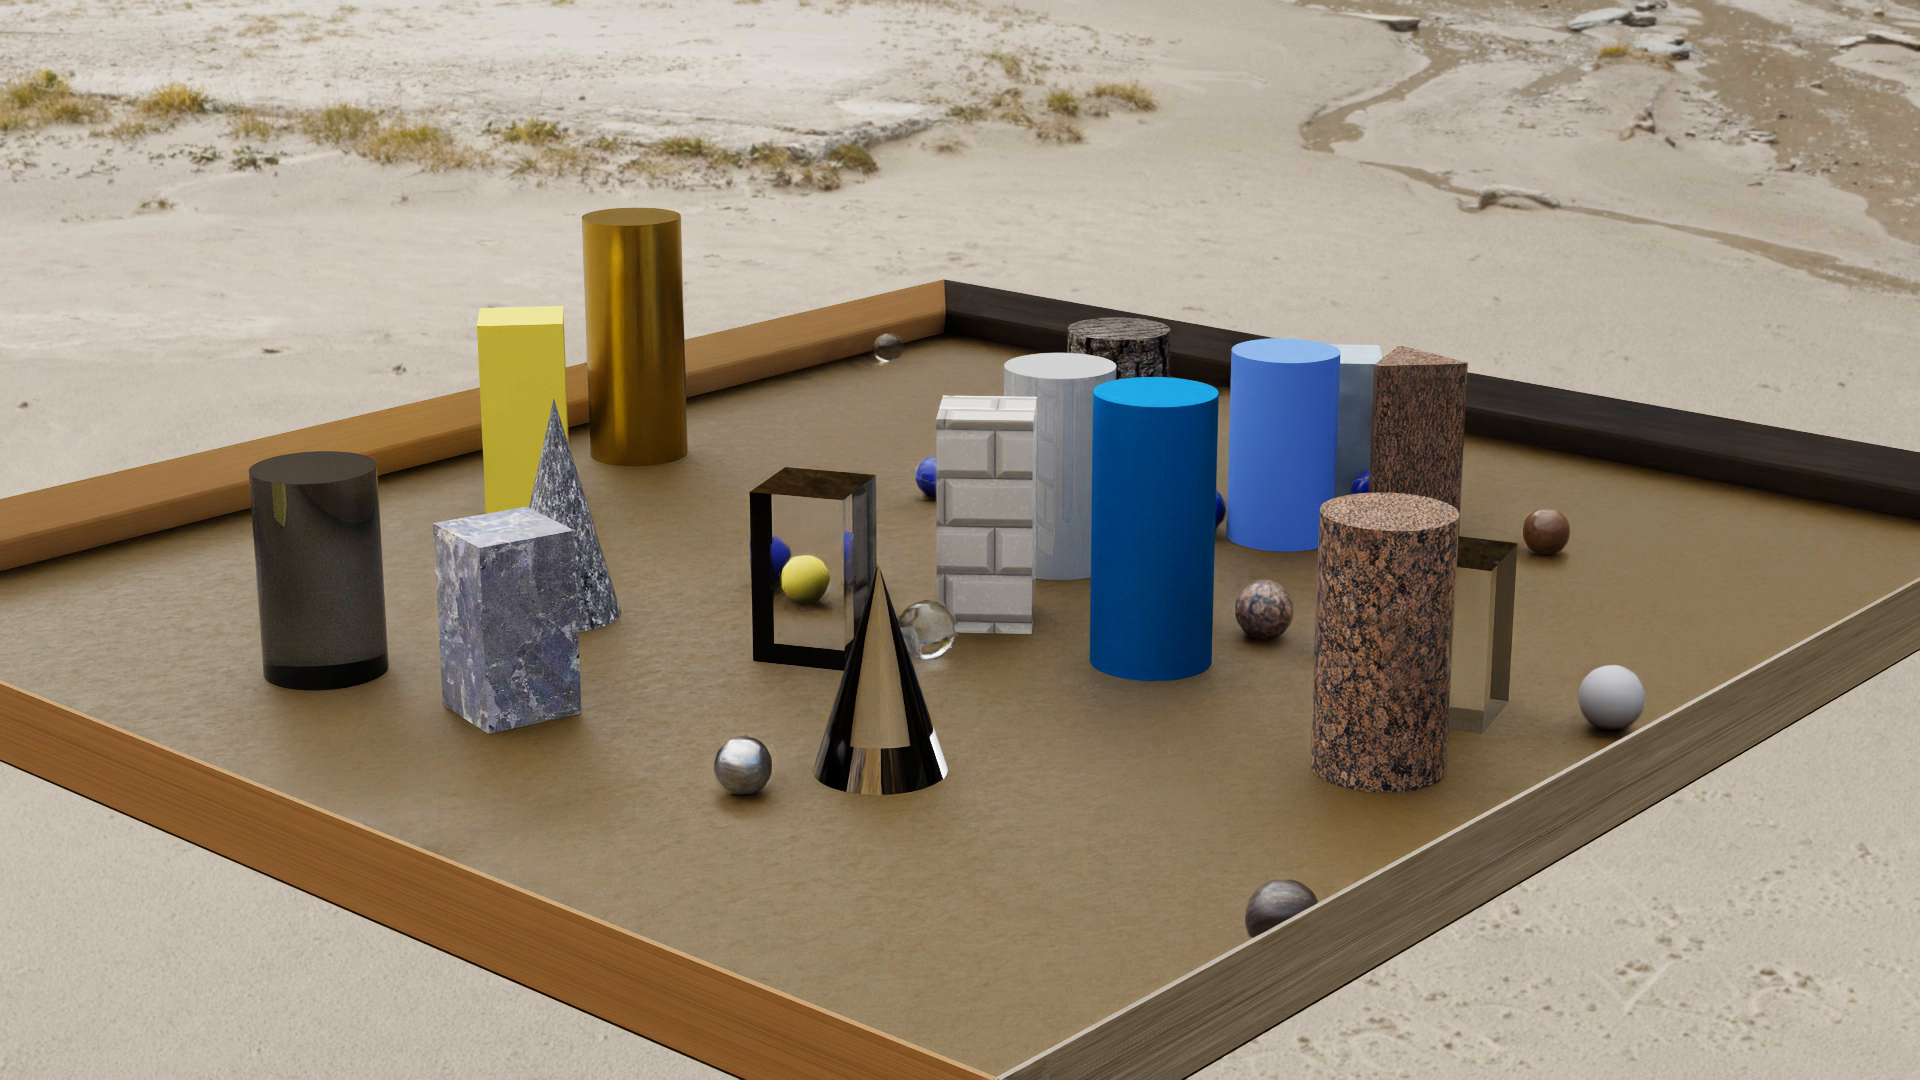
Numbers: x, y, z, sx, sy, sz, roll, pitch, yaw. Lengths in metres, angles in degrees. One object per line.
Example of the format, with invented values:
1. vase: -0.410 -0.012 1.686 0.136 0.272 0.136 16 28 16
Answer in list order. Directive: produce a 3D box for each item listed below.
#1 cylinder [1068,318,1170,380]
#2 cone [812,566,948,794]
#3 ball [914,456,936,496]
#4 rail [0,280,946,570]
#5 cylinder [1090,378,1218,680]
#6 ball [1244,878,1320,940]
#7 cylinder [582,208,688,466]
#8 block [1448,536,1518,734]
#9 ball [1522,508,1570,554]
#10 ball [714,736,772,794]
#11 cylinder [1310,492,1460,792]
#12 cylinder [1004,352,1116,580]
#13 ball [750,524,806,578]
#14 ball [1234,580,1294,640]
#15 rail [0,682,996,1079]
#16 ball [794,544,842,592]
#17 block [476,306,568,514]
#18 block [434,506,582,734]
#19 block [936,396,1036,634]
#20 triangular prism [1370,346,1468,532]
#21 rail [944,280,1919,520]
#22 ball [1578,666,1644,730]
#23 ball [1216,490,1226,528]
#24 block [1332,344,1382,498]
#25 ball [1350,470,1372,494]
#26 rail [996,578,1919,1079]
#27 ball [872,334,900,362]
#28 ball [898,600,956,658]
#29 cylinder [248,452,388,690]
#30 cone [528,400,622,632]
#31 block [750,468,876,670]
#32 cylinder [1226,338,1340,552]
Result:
1. cylinder: 0.309 -0.255 5.740 0.200 0.325 0.200 0 17 0
2. cone: -0.118 0.187 4.283 0.200 0.319 0.200 0 17 0
3. ball: -0.049 -0.124 5.733 0.078 0.078 0.078 0 17 0
4. rail: -1.036 -0.227 5.981 0.045 0.130 3.097 14 22 39
5. cylinder: 0.312 -0.019 4.735 0.200 0.453 0.200 0 17 0
6. ball: 0.409 0.477 3.702 0.098 0.098 0.098 0 17 0
7. cylinder: -0.662 -0.415 5.978 0.200 0.494 0.200 0 17 0
8. block: 0.757 0.141 4.537 0.160 0.260 0.160 7 18 23
9. ball: 1.072 -0.017 5.361 0.087 0.087 0.087 0 17 0
10. ball: -0.313 0.325 4.230 0.084 0.084 0.084 0 17 0
11. cylinder: 0.618 0.148 4.281 0.200 0.395 0.200 0 17 0
12. cylinder: 0.178 -0.134 5.261 0.200 0.368 0.200 0 17 0
13. ball: -0.324 0.020 5.220 0.098 0.098 0.098 0 17 0
14. ball: 0.509 0.116 4.899 0.099 0.099 0.099 0 17 0
15. rail: -1.000 0.365 4.017 2.792 0.130 0.045 14 22 39
16. ball: -0.249 0.050 5.143 0.085 0.085 0.085 0 17 0
17. block: -0.839 -0.251 5.651 0.160 0.369 0.160 -2 17 -7
18. block: -0.700 0.122 4.537 0.160 0.297 0.160 -11 20 -33
19. block: 0.046 -0.044 4.959 0.160 0.370 0.160 1 17 3
20. triangular prism: 0.837 -0.184 5.491 0.173 0.333 0.150 -2 17 -6
21. rail: 1.000 -0.300 6.222 2.792 0.130 0.045 14 22 39
22. ball: 0.996 0.241 4.482 0.100 0.100 0.100 0 17 0
23. ball: 0.455 -0.058 5.498 0.087 0.087 0.087 0 17 0
24. block: 0.736 -0.227 5.722 0.160 0.281 0.160 1 17 4
25. ball: 0.792 -0.095 5.631 0.081 0.081 0.081 0 17 0
26. rail: 1.036 0.292 4.258 0.045 0.130 3.097 14 22 39
27. ball: -0.170 -0.447 6.829 0.065 0.065 0.065 0 17 0
28. ball: -0.055 0.146 4.803 0.096 0.096 0.096 0 17 0
29. cylinder: -1.028 0.048 4.708 0.200 0.340 0.200 0 17 0
30. cone: -0.681 -0.055 4.974 0.200 0.384 0.200 0 17 0
31. block: -0.238 0.046 4.806 0.160 0.287 0.160 5 18 17
32. cylinder: 0.598 -0.178 5.430 0.200 0.355 0.200 0 17 0
